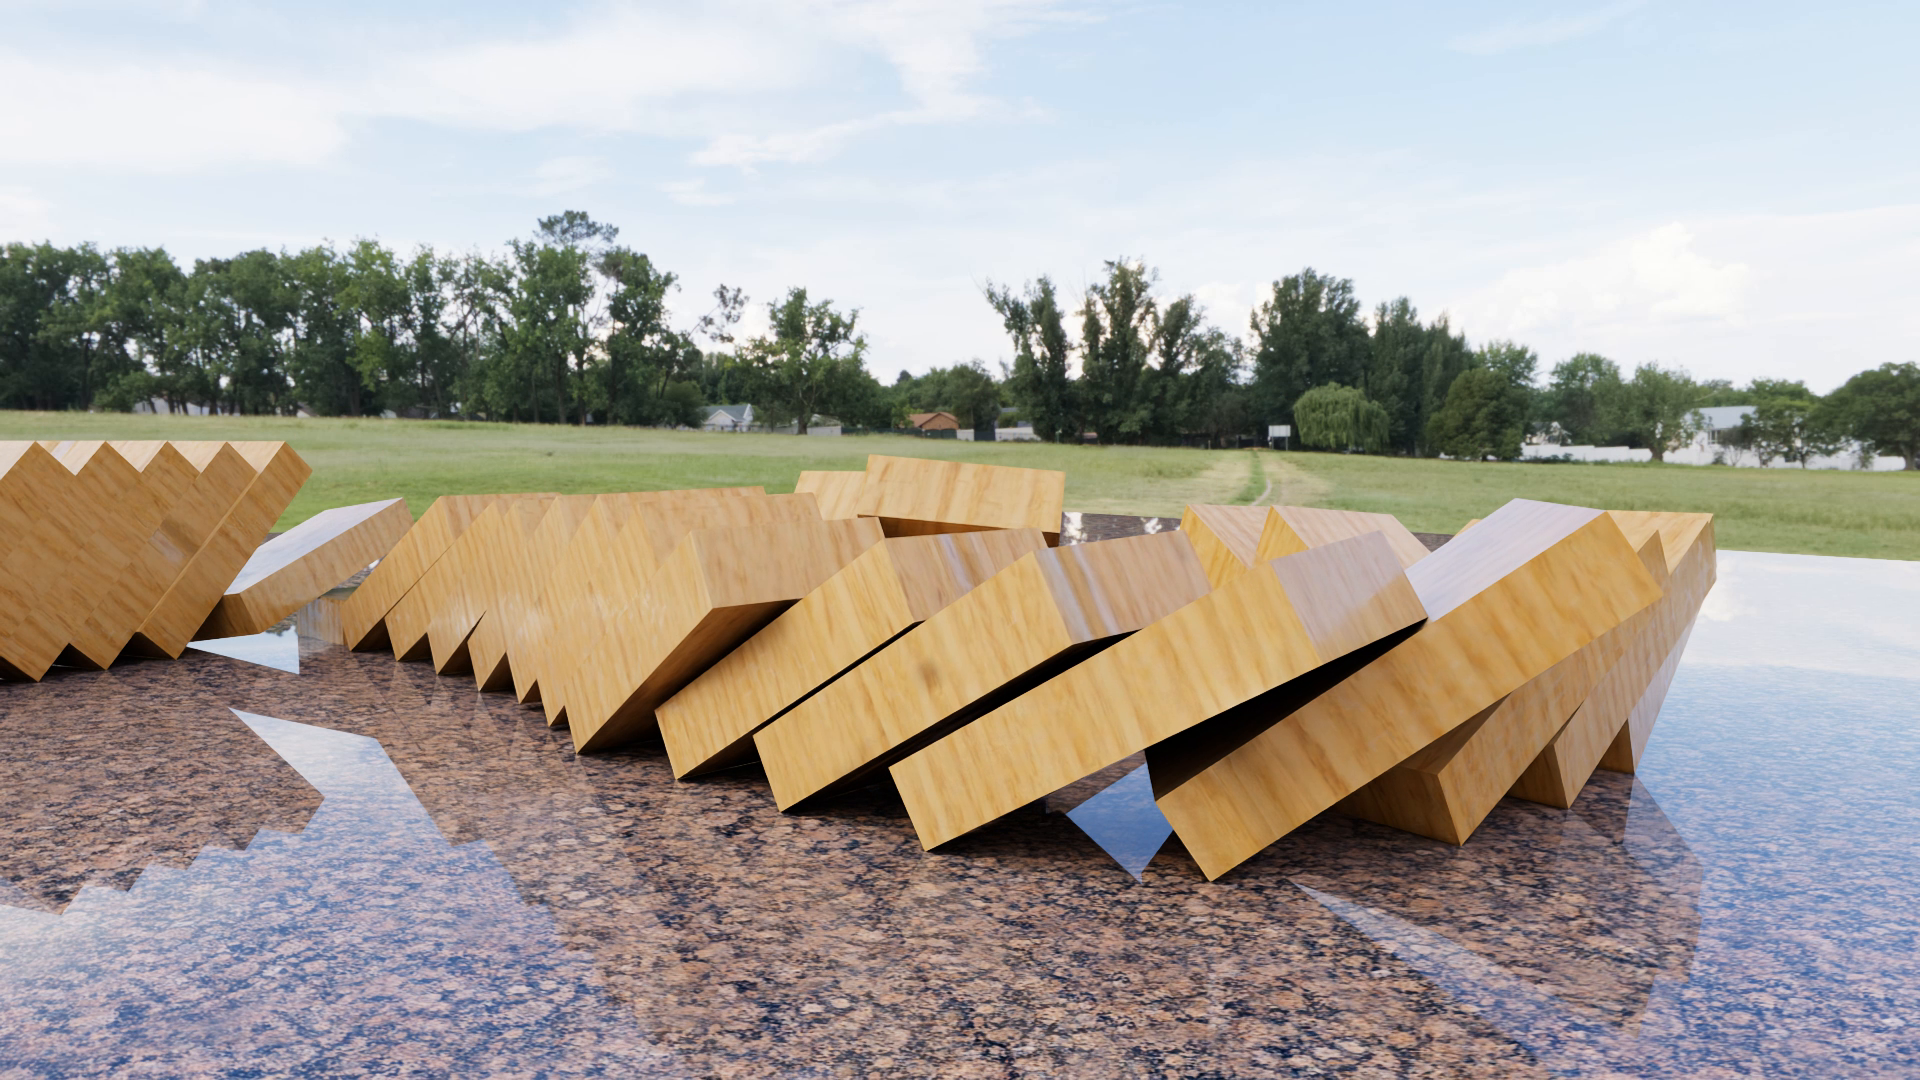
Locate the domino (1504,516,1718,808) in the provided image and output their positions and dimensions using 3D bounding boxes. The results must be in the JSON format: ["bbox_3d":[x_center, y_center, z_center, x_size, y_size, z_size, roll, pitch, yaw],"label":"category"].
[{"bbox_3d":[0.078,0.014,0.171,0.050,0.010,0.025,-38,27,-32],"label":"domino"}]

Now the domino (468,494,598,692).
[{"bbox_3d":[-0.061,0.009,0.213,0.025,0.009,0.050,-4,-27,-39],"label":"domino"}]

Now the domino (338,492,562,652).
[{"bbox_3d":[-0.102,0.007,0.259,0.050,0.010,0.025,-34,-19,37],"label":"domino"}]

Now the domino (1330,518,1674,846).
[{"bbox_3d":[0.062,0.015,0.156,0.050,0.009,0.025,-36,23,-28],"label":"domino"}]

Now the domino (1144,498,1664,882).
[{"bbox_3d":[0.043,0.014,0.134,0.050,0.009,0.025,-35,1,7],"label":"domino"}]

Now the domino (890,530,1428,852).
[{"bbox_3d":[0.019,0.016,0.130,0.050,0.010,0.025,-34,-15,37],"label":"domino"}]

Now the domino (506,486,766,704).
[{"bbox_3d":[-0.050,0.009,0.197,0.025,0.010,0.050,-5,-26,-37],"label":"domino"}]

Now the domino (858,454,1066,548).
[{"bbox_3d":[0.000,0.008,0.180,0.025,0.010,0.050,5,-35,4],"label":"domino"}]

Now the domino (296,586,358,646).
[{"bbox_3d":[-0.123,0.016,0.298,0.025,0.009,0.050,4,6,42],"label":"domino"}]

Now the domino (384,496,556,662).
[{"bbox_3d":[-0.087,0.008,0.246,0.025,0.010,0.050,-5,-23,-49],"label":"domino"}]

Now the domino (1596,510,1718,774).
[{"bbox_3d":[0.091,0.012,0.187,0.025,0.009,0.050,4,34,41],"label":"domino"}]

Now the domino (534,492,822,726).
[{"bbox_3d":[-0.041,0.011,0.183,0.025,0.009,0.050,-5,-26,-37],"label":"domino"}]

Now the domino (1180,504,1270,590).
[{"bbox_3d":[0.062,0.009,0.237,0.025,0.009,0.050,1,29,-20],"label":"domino"}]

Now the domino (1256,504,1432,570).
[{"bbox_3d":[0.073,0.011,0.218,0.025,0.010,0.050,4,28,-14],"label":"domino"}]

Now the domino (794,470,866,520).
[{"bbox_3d":[-0.006,0.008,0.201,0.025,0.009,0.050,2,-34,20],"label":"domino"}]

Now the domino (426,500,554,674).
[{"bbox_3d":[-0.074,0.009,0.229,0.025,0.009,0.050,-4,-25,-41],"label":"domino"}]

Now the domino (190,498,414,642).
[{"bbox_3d":[-0.149,0.006,0.288,0.025,0.010,0.050,-7,22,22],"label":"domino"}]

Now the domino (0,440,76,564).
[{"bbox_3d":[-0.180,0.005,0.220,0.025,0.050,0.009,2,-38,20],"label":"domino"}]

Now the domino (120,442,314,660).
[{"bbox_3d":[-0.161,0.001,0.268,0.025,0.050,0.009,2,-38,21],"label":"domino"}]

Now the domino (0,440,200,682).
[{"bbox_3d":[-0.172,0.003,0.245,0.025,0.050,0.009,1,-39,20],"label":"domino"}]

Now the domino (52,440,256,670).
[{"bbox_3d":[-0.167,0.002,0.257,0.025,0.050,0.010,2,-38,22],"label":"domino"}]

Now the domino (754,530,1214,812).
[{"bbox_3d":[0.002,0.015,0.142,0.025,0.009,0.050,-7,-21,-46],"label":"domino"}]

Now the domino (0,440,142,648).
[{"bbox_3d":[-0.176,0.004,0.232,0.025,0.050,0.009,2,-38,20],"label":"domino"}]

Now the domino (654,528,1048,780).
[{"bbox_3d":[-0.013,0.014,0.157,0.025,0.009,0.050,-4,-23,-46],"label":"domino"}]

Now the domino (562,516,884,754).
[{"bbox_3d":[-0.031,0.013,0.167,0.025,0.009,0.050,-5,-23,-37],"label":"domino"}]
